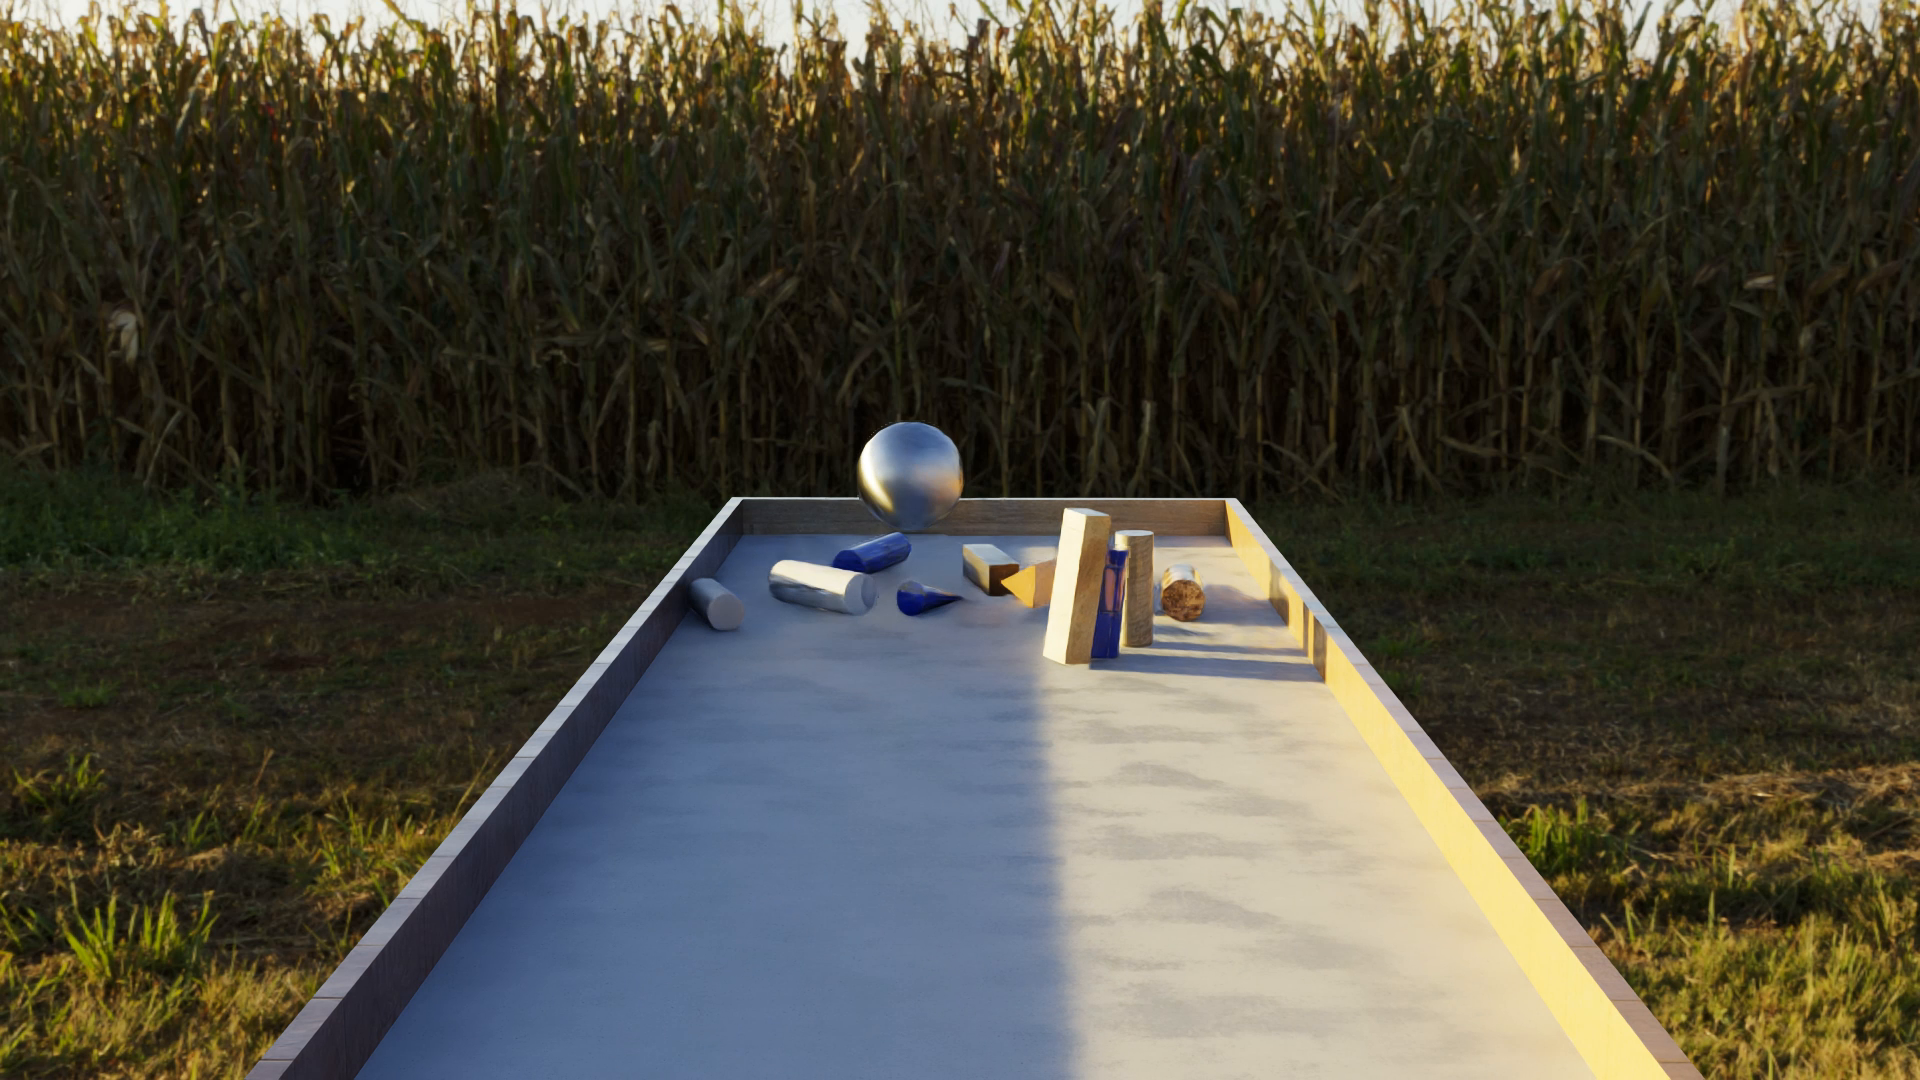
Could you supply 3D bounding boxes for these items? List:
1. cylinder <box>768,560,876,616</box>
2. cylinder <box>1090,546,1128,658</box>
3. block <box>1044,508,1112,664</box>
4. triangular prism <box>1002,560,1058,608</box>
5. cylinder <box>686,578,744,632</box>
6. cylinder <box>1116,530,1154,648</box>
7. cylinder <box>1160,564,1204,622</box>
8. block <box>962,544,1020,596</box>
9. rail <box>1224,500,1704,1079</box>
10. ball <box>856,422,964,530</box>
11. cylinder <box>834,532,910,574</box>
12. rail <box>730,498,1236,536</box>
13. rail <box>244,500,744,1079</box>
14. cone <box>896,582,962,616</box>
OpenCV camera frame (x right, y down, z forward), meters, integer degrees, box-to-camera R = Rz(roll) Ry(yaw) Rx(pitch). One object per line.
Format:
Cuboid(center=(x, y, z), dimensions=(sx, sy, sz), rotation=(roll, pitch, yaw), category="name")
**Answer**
Cuboid(center=(-0.472, 0.162, 7.516), dimensions=(0.147, 0.147, 0.389), rotation=(-9, 13, -44), category="cylinder")
Cuboid(center=(0.427, 0.187, 6.728), dimensions=(0.147, 0.333, 0.147), rotation=(5, 6, -1), category="cylinder")
Cuboid(center=(0.353, 0.139, 6.620), dimensions=(0.101, 0.456, 0.101), rotation=(0, 12, -37), category="block")
Cuboid(center=(0.329, 0.113, 7.684), dimensions=(0.150, 0.130, 0.386), rotation=(40, 27, 22), category="triangular prism")
Cuboid(center=(-0.812, 0.211, 7.280), dimensions=(0.123, 0.123, 0.322), rotation=(-3, 10, -19), category="cylinder")
Cuboid(center=(0.546, 0.153, 6.916), dimensions=(0.120, 0.354, 0.120), rotation=(0, 9, 0), category="cylinder")
Cuboid(center=(0.752, 0.177, 7.438), dimensions=(0.142, 0.142, 0.308), rotation=(1, 9, 4), category="cylinder")
Cuboid(center=(0.110, 0.106, 7.986), dimensions=(0.110, 0.110, 0.449), rotation=(-2, 9, -12), category="block")
Cuboid(center=(1.046, 0.843, 3.208), dimensions=(0.050, 0.150, 12.000), rotation=(0, 9, 1), category="rail")
Cuboid(center=(-0.176, -0.228, 7.829), dimensions=(0.388, 0.388, 0.388), rotation=(0, 9, 0), category="ball")
Cuboid(center=(-0.327, 0.062, 8.245), dimensions=(0.117, 0.117, 0.458), rotation=(4, 10, 21), category="cylinder")
Cuboid(center=(0.099, -0.098, 9.147), dimensions=(2.100, 0.150, 0.050), rotation=(0, 9, 1), category="rail")
Cuboid(center=(-1.004, 0.839, 3.234), dimensions=(0.050, 0.150, 12.000), rotation=(0, 9, 1), category="rail")
Cuboid(center=(-0.074, 0.199, 7.567), dimensions=(0.116, 0.116, 0.375), rotation=(5, 1, 29), category="cone")
